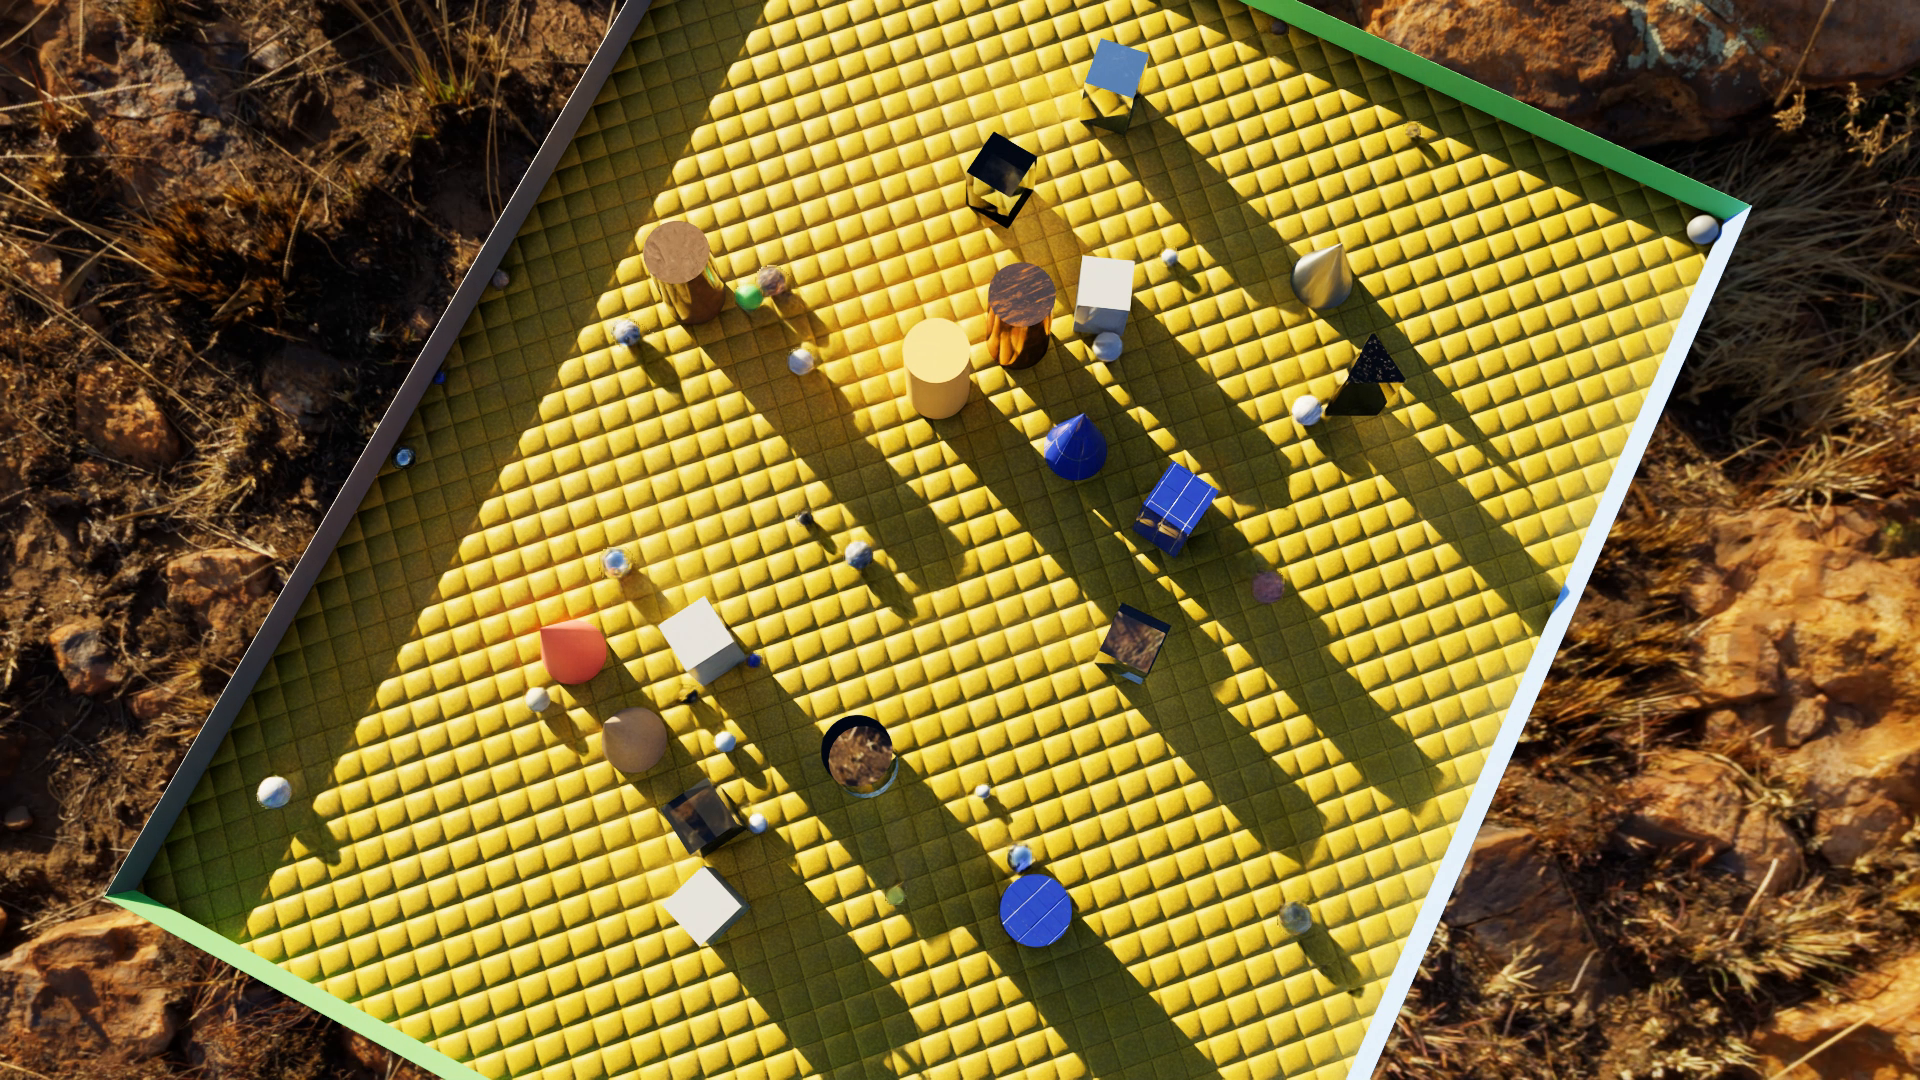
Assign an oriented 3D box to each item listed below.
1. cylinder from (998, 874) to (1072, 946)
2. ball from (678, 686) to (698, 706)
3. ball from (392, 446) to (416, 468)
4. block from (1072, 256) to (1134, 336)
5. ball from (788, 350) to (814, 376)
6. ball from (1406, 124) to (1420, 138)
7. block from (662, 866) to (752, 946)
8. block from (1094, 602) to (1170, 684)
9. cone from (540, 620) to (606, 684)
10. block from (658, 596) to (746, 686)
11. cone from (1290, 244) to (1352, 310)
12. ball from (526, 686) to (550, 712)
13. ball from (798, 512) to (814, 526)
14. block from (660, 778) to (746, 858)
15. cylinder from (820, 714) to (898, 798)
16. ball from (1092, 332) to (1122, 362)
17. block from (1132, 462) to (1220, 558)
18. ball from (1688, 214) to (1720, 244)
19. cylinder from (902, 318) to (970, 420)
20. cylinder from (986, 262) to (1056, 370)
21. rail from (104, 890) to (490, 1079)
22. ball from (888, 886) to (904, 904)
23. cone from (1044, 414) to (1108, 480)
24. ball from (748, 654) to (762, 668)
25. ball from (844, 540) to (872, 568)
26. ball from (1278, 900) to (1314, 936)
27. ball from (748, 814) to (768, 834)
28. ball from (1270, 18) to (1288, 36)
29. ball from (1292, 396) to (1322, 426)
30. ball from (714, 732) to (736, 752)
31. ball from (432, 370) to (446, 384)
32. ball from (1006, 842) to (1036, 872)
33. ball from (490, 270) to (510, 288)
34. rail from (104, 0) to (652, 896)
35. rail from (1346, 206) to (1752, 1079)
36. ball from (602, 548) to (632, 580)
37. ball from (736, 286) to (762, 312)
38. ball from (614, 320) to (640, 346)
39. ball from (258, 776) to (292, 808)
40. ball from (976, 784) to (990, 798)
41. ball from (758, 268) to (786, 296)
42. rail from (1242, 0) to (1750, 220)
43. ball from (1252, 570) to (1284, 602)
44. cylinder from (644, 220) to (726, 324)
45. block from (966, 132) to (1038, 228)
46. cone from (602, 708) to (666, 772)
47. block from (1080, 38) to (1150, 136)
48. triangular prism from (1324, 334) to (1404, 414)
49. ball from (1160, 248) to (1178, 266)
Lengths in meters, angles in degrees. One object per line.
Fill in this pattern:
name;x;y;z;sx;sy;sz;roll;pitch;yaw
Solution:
cylinder;0.210;1.057;5.224;0.197;0.340;0.197;0;78;0
ball;-0.813;0.467;5.490;0.058;0.058;0.058;0;78;0
ball;-1.708;-0.255;5.634;0.069;0.069;0.069;0;78;0
block;0.440;-0.749;5.644;0.158;0.250;0.158;6;78;1
ball;-0.492;-0.551;5.690;0.079;0.079;0.079;0;78;0
ball;1.448;-1.311;5.865;0.045;0.045;0.045;0;78;0
block;-0.726;1.053;5.273;0.158;0.247;0.158;-44;82;-8
block;0.508;0.309;5.429;0.158;0.243;0.158;25;79;5
cone;-1.168;0.292;5.319;0.197;0.465;0.197;0;78;0
block;-0.751;0.301;5.379;0.158;0.344;0.158;-33;80;-6
cone;1.142;-0.854;5.629;0.197;0.323;0.197;0;78;0
ball;-1.263;0.476;5.481;0.073;0.073;0.073;0;78;0
ball;-0.472;-0.065;5.606;0.047;0.047;0.047;0;78;0
block;-0.740;0.808;5.314;0.158;0.265;0.158;-33;80;-7
cylinder;-0.282;0.624;5.248;0.197;0.469;0.197;0;78;0
ball;0.459;-0.601;5.693;0.094;0.094;0.094;0;78;0
block;0.638;-0.087;5.454;0.158;0.354;0.158;35;80;7
ball;2.340;-0.977;5.771;0.094;0.094;0.094;0;78;0
cylinder;-0.069;-0.512;5.521;0.197;0.394;0.197;0;78;0
cylinder;0.180;-0.671;5.539;0.197;0.425;0.197;0;78;0
rail;-0.904;1.778;5.182;3.466;0.128;0.045;26;80;5
ball;-0.188;1.041;5.375;0.051;0.051;0.051;0;78;0
cone;0.358;-0.322;5.467;0.197;0.423;0.197;0;78;0
ball;-0.620;0.364;5.520;0.042;0.042;0.042;0;78;0
ball;-0.308;0.045;5.564;0.085;0.085;0.085;0;78;0
ball;0.978;1.101;5.338;0.099;0.099;0.099;0;78;0
ball;-0.597;0.838;5.415;0.056;0.056;0.056;0;78;0
ball;1.034;-1.661;5.934;0.052;0.052;0.052;0;78;0
ball;1.071;-0.400;5.652;0.093;0.093;0.093;0;78;0
ball;-0.701;0.601;5.461;0.062;0.062;0.062;0;78;0
ball;-1.622;-0.506;5.699;0.043;0.043;0.043;0;78;0
ball;0.178;0.932;5.379;0.088;0.088;0.088;0;78;0
ball;-1.446;-0.818;5.756;0.058;0.058;0.058;0;78;0
rail;-1.529;-0.742;5.704;0.045;0.128;4.092;26;80;5
rail;1.529;0.755;5.394;0.045;0.128;4.092;26;80;5
ball;-1.040;0.072;5.554;0.094;0.094;0.094;0;78;0
ball;-0.658;-0.757;5.732;0.081;0.081;0.081;0;78;0
ball;-1.036;-0.645;5.709;0.080;0.080;0.080;0;78;0
ball;-2.024;0.745;5.415;0.094;0.094;0.094;0;78;0
ball;0.069;0.747;5.440;0.043;0.043;0.043;0;78;0
ball;-0.589;-0.808;5.739;0.088;0.088;0.088;0;78;0
rail;0.904;-1.764;5.915;3.466;0.128;0.045;26;80;5
ball;0.929;0.141;5.538;0.097;0.097;0.097;0;78;0
cylinder;-0.837;-0.811;5.591;0.197;0.379;0.197;0;78;0
block;0.128;-1.120;5.717;0.158;0.257;0.158;32;80;6
cone;-0.977;0.550;5.260;0.197;0.476;0.197;0;78;0
block;0.483;-1.424;5.772;0.158;0.273;0.158;19;79;4
triangular prism;1.214;-0.499;5.538;0.171;0.356;0.148;0;78;0
ball;0.659;-0.891;5.774;0.052;0.052;0.052;0;78;0
